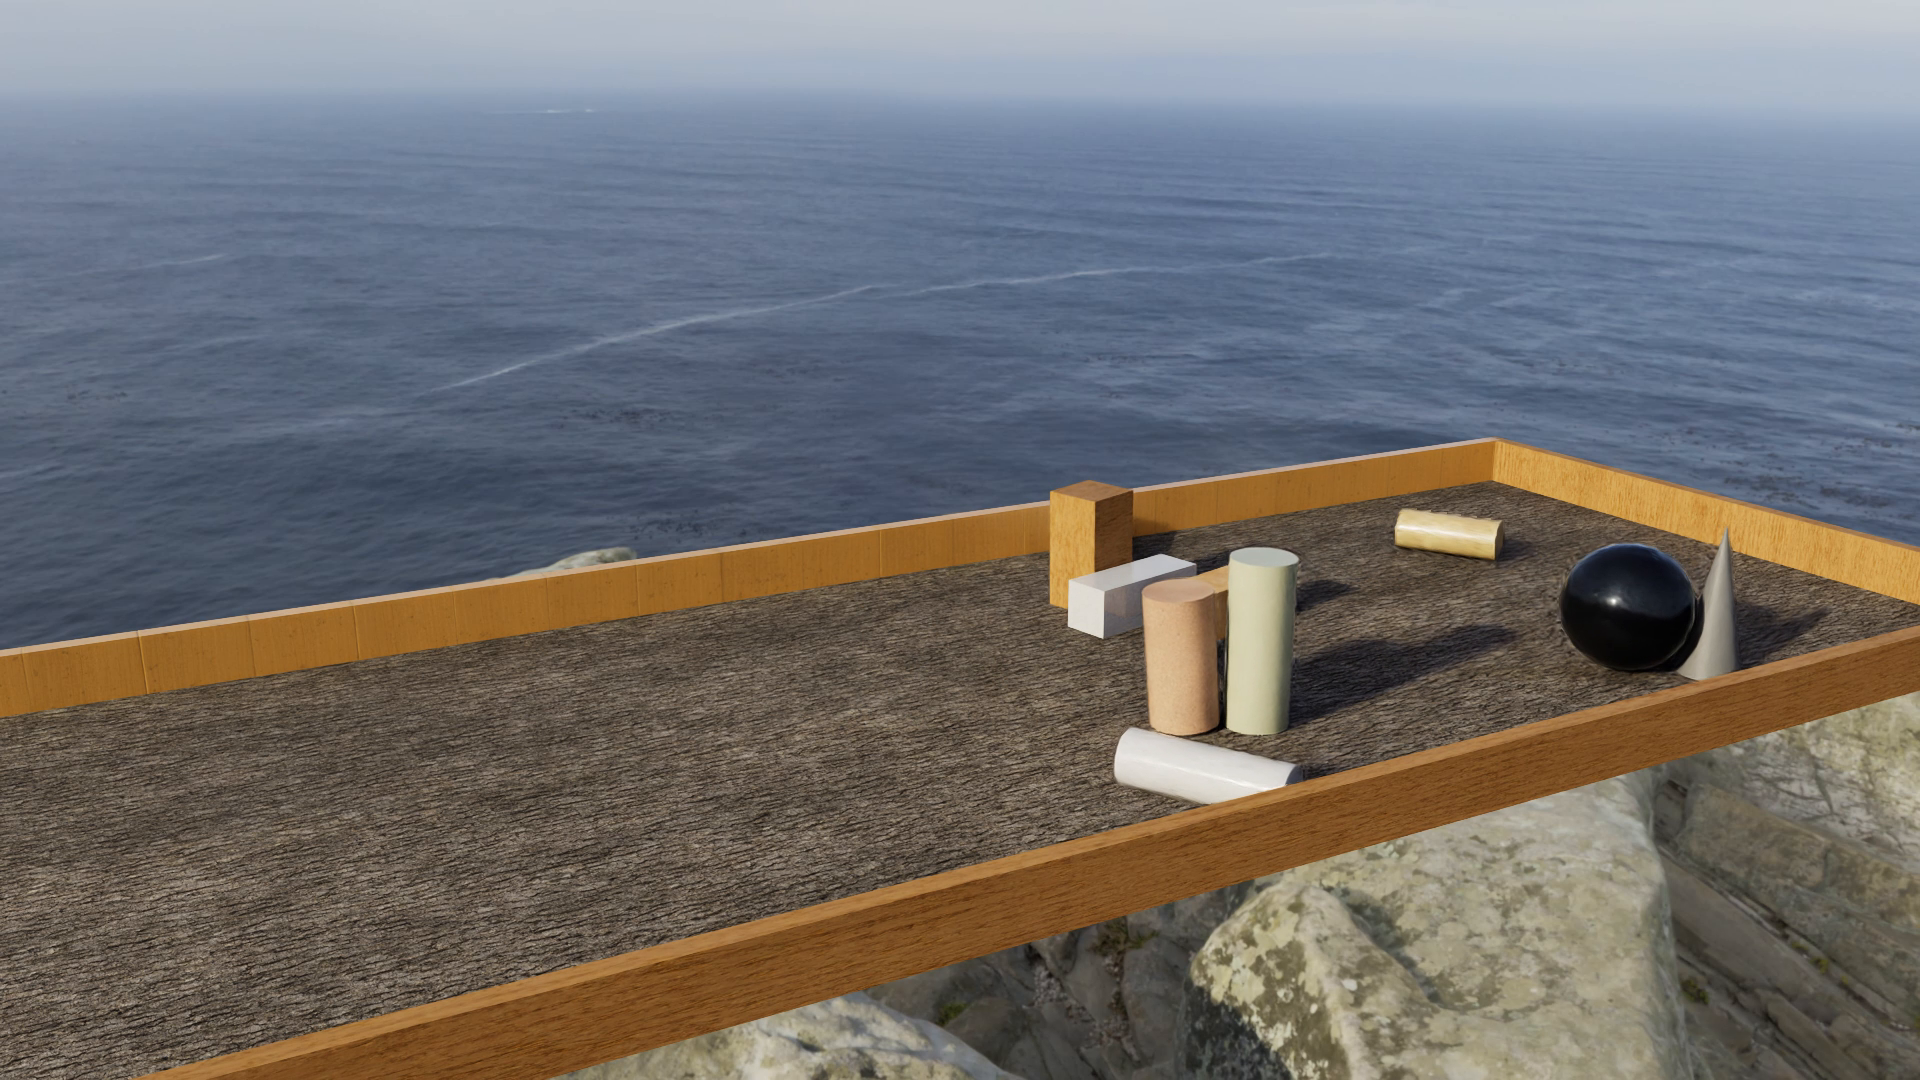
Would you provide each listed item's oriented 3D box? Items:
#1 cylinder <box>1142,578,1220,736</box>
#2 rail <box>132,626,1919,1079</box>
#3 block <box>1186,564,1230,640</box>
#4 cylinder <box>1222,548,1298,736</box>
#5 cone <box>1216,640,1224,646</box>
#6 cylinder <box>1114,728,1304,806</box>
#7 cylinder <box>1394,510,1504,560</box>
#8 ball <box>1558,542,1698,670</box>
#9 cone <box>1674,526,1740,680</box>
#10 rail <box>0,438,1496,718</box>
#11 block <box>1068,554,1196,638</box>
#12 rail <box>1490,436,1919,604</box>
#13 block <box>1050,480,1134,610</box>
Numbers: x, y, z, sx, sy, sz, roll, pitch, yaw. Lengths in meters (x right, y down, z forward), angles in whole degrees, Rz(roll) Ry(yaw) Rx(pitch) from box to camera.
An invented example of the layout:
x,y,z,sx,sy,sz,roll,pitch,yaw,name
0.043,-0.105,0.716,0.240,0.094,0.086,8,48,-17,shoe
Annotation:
x,y,z,sx,sy,sz,roll,pitch,yaw,name
0.515,0.271,3.834,0.165,0.324,0.165,-5,17,2,cylinder
-2.336,1.006,1.665,12.000,0.150,0.050,-9,18,-27,rail
0.756,0.161,4.564,0.396,0.136,0.136,-15,22,-41,block
0.695,0.235,3.829,0.155,0.409,0.155,0,16,0,cylinder
0.625,0.292,4.270,0.104,0.104,0.389,8,11,26,cone
0.519,0.492,3.461,0.374,0.124,0.124,10,19,30,cylinder
1.540,-0.017,5.195,0.308,0.122,0.122,9,19,29,cylinder
1.698,0.170,4.198,0.326,0.326,0.326,0,16,0,ball
1.908,0.147,4.154,0.158,0.394,0.158,0,16,0,cone
-3.305,0.497,3.399,12.000,0.150,0.050,-9,18,-27,rail
0.483,0.153,4.597,0.374,0.134,0.134,-14,21,-39,block
2.466,-0.048,5.253,0.050,0.150,2.100,-9,18,-27,rail
0.372,0.022,4.680,0.165,0.336,0.165,-17,23,-42,block
